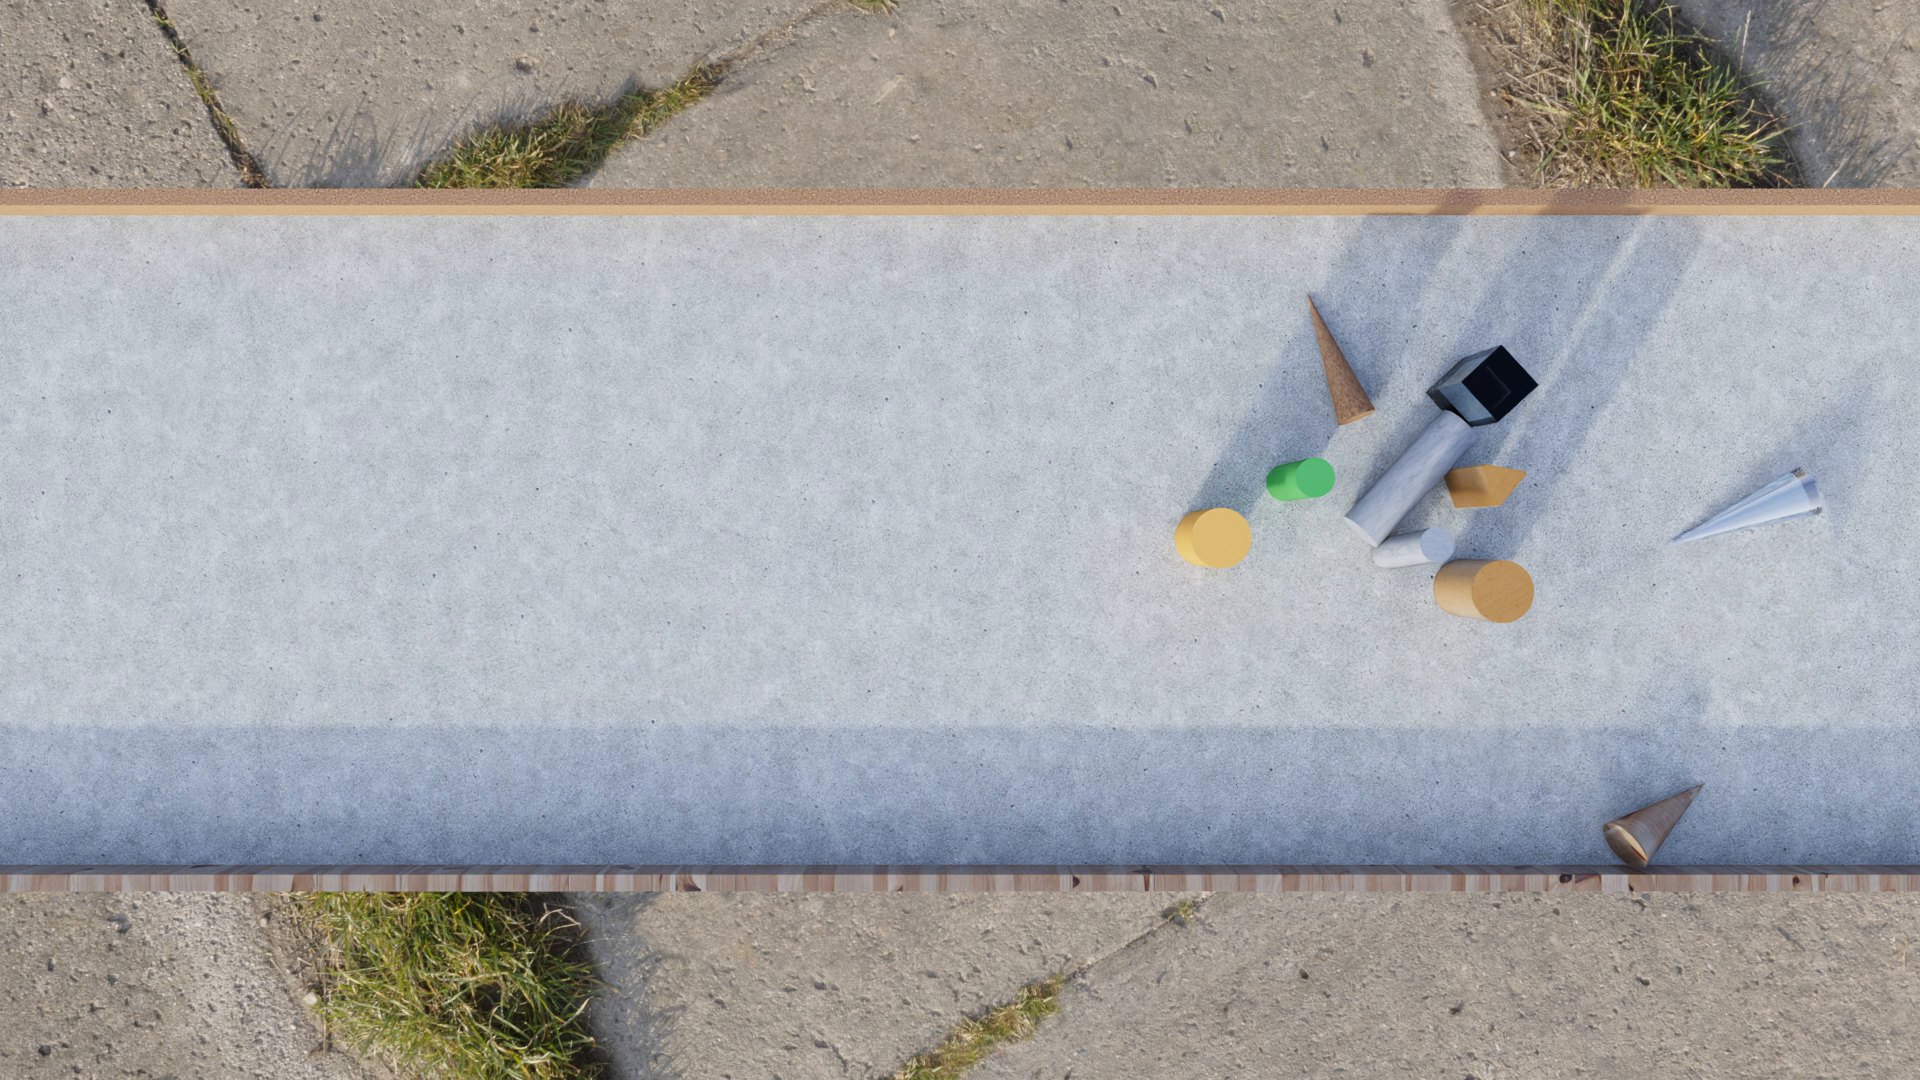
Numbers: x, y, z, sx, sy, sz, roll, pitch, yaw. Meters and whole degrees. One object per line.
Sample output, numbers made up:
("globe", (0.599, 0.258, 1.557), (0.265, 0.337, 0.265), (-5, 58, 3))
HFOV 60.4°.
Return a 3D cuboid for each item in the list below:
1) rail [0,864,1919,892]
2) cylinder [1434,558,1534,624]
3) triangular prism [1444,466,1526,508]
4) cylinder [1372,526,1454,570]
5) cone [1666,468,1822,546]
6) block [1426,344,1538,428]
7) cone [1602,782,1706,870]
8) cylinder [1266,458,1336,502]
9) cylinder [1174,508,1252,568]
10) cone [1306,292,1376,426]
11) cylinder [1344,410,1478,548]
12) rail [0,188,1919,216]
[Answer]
("rail", (-2.247, 1.025, 5.001), (12.000, 0.150, 0.050), (0, 90, 0))
("cylinder", (1.546, 0.147, 4.887), (0.180, 0.380, 0.180), (0, 90, 0))
("triangular prism", (1.527, -0.179, 4.877), (0.107, 0.399, 0.124), (40, 90, 0))
("cylinder", (1.334, 0.027, 4.869), (0.101, 0.405, 0.101), (0, 86, -5))
("cone", (2.371, -0.065, 5.038), (0.446, 0.154, 0.154), (-23, 90, 10))
("block", (1.542, -0.448, 4.890), (0.157, 0.371, 0.157), (-43, 90, 1))
("cone", (2.154, 0.837, 5.036), (0.345, 0.167, 0.167), (-33, 90, -14))
("cylinder", (0.999, -0.176, 4.856), (0.112, 0.442, 0.112), (0, 90, 0))
("cylinder", (0.747, -0.005, 4.896), (0.173, 0.362, 0.173), (0, 90, 0))
("cone", (1.137, -0.570, 5.047), (0.118, 0.118, 0.425), (-20, 82, 0))
("cylinder", (1.368, -0.186, 5.009), (0.136, 0.136, 0.445), (43, 90, 0))
("rail", (-2.247, -1.025, 5.002), (12.000, 0.150, 0.050), (0, 90, 0))
